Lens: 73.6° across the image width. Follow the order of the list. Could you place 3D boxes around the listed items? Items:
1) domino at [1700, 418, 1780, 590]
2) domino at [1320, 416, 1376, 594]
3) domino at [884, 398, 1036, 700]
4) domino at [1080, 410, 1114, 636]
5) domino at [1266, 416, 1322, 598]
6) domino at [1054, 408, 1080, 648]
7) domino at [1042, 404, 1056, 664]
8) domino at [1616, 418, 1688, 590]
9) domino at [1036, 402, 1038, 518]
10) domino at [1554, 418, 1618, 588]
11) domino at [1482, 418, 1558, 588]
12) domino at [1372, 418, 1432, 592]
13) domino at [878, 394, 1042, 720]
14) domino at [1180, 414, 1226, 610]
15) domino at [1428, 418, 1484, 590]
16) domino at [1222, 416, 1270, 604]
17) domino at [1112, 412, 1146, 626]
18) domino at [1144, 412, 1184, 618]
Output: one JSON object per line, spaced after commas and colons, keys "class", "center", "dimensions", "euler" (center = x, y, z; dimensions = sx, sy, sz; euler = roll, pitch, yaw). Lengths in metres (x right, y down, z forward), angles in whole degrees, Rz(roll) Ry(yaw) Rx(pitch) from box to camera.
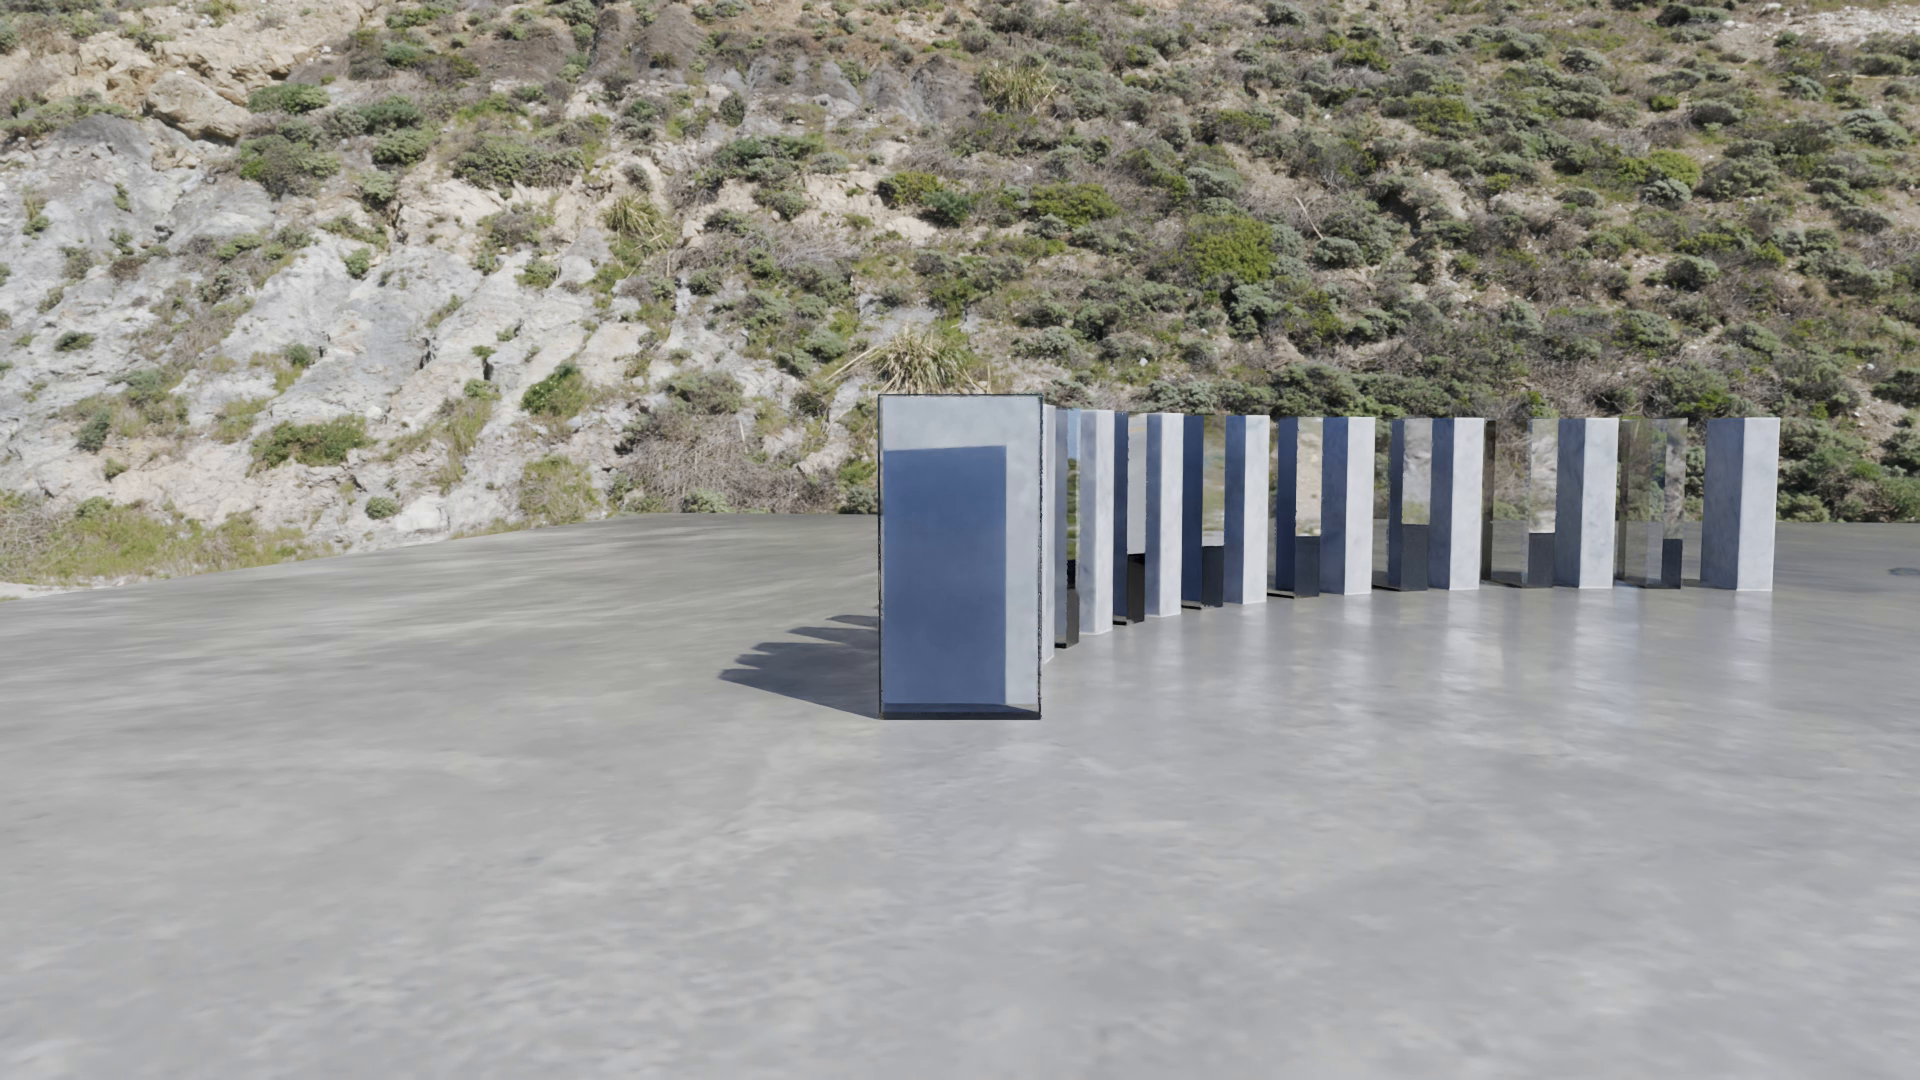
{"class": "domino", "center": [0.232, -0.011, 0.383], "dimensions": [0.009, 0.050, 0.025], "euler": [1, 4, 8]}
{"class": "domino", "center": [0.108, -0.010, 0.373], "dimensions": [0.009, 0.050, 0.025], "euler": [-2, 5, -24]}
{"class": "domino", "center": [0.000, 0.001, 0.217], "dimensions": [0.025, 0.050, 0.009], "euler": [0, 4, 2]}
{"class": "domino", "center": [0.022, -0.004, 0.294], "dimensions": [0.025, 0.050, 0.009], "euler": [2, 5, 29]}
{"class": "domino", "center": [0.090, -0.010, 0.364], "dimensions": [0.009, 0.050, 0.025], "euler": [-3, 5, -30]}
{"class": "domino", "center": [0.012, -0.003, 0.274], "dimensions": [0.025, 0.050, 0.010], "euler": [2, 5, 22]}
{"class": "domino", "center": [0.006, -0.002, 0.254], "dimensions": [0.025, 0.050, 0.009], "euler": [1, 4, 15]}
{"class": "domino", "center": [0.208, -0.011, 0.387], "dimensions": [0.009, 0.050, 0.025], "euler": [1, 4, 9]}
{"class": "domino", "center": [0.001, 0.000, 0.232], "dimensions": [0.025, 0.050, 0.010], "euler": [0, 4, 6]}
{"class": "domino", "center": [0.188, -0.012, 0.389], "dimensions": [0.009, 0.050, 0.025], "euler": [0, 4, 4]}
{"class": "domino", "center": [0.169, -0.012, 0.389], "dimensions": [0.009, 0.050, 0.025], "euler": [0, 4, -4]}
{"class": "domino", "center": [0.127, -0.011, 0.381], "dimensions": [0.010, 0.050, 0.025], "euler": [-1, 5, -18]}
{"class": "domino", "center": [0.000, 0.002, 0.201], "dimensions": [0.025, 0.050, 0.009], "euler": [0, 4, 0]}
{"class": "domino", "center": [0.057, -0.008, 0.339], "dimensions": [0.009, 0.050, 0.025], "euler": [-4, 6, -43]}
{"class": "domino", "center": [0.145, -0.011, 0.385], "dimensions": [0.009, 0.050, 0.025], "euler": [-1, 4, -12]}
{"class": "domino", "center": [0.071, -0.009, 0.352], "dimensions": [0.009, 0.050, 0.025], "euler": [-3, 5, -37]}
{"class": "domino", "center": [0.031, -0.006, 0.310], "dimensions": [0.025, 0.050, 0.009], "euler": [3, 5, 34]}
{"class": "domino", "center": [0.043, -0.007, 0.325], "dimensions": [0.025, 0.050, 0.009], "euler": [4, 6, 40]}
